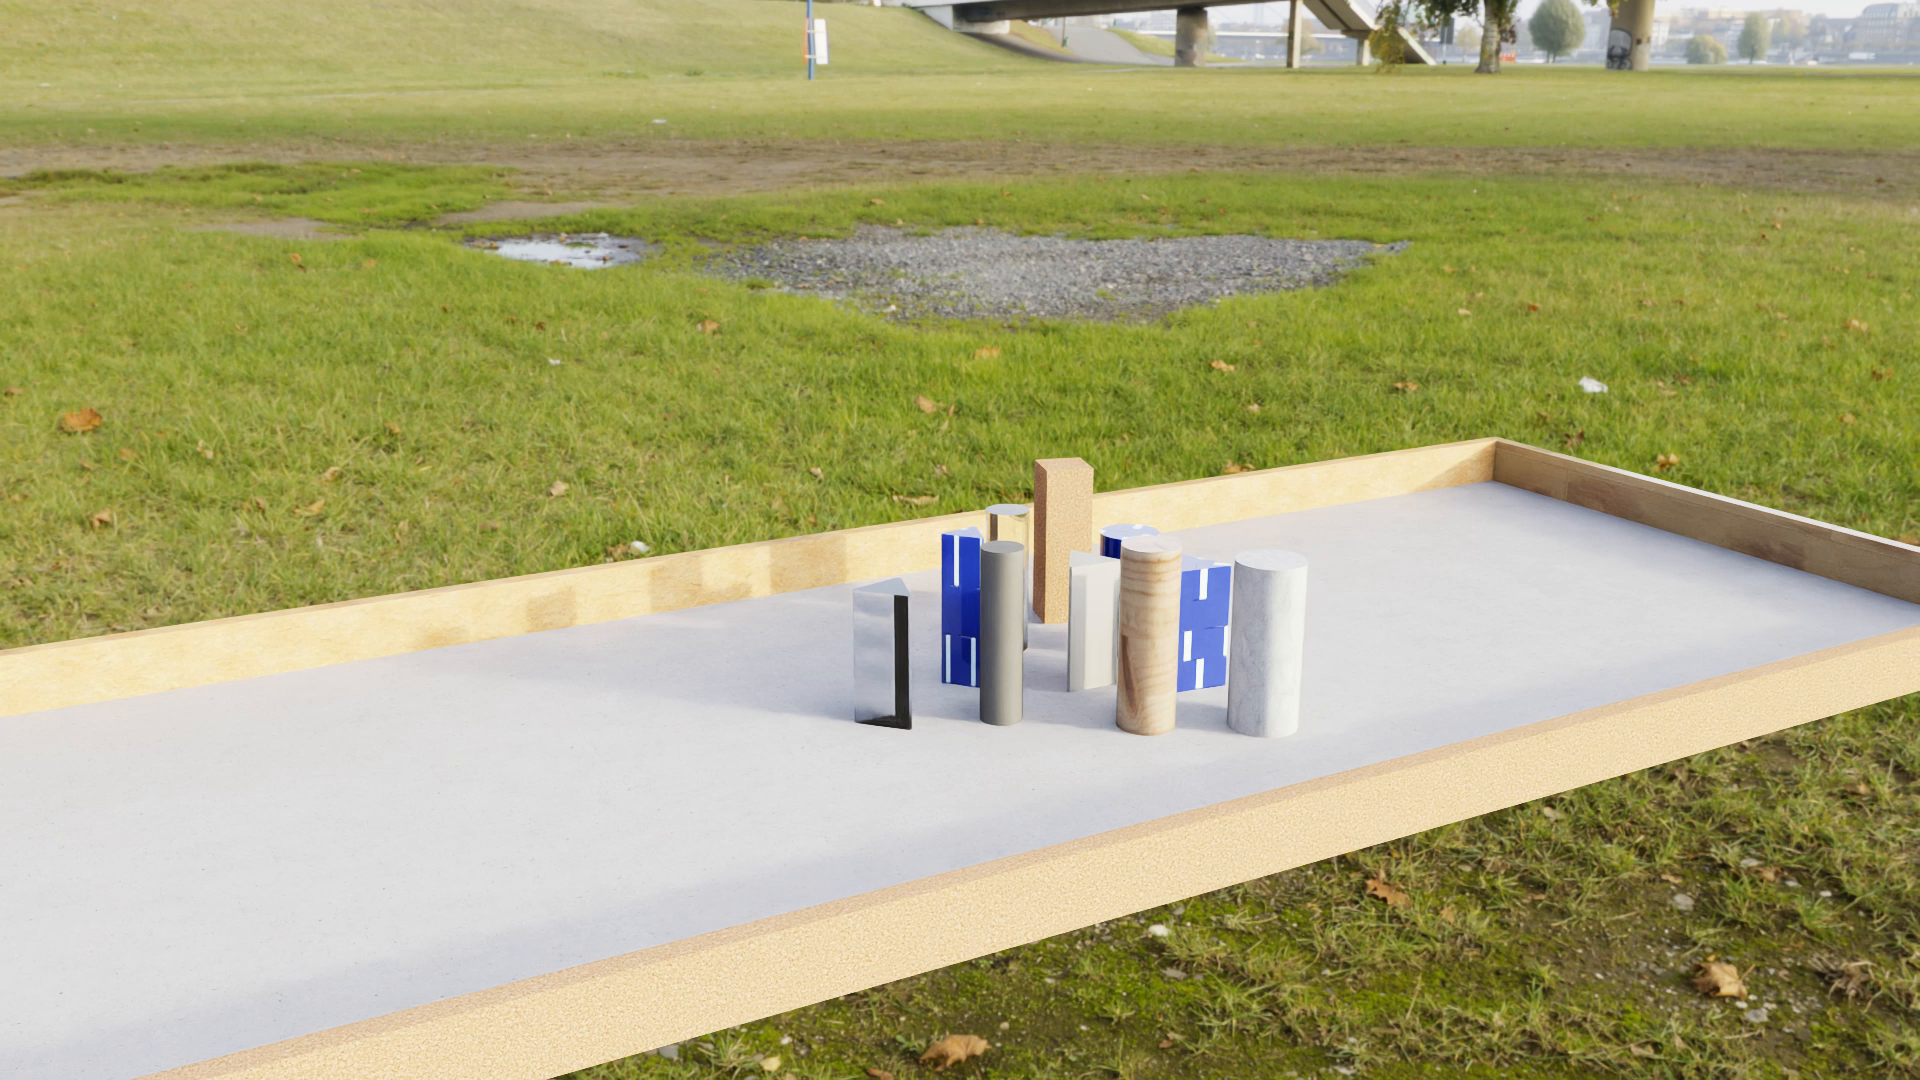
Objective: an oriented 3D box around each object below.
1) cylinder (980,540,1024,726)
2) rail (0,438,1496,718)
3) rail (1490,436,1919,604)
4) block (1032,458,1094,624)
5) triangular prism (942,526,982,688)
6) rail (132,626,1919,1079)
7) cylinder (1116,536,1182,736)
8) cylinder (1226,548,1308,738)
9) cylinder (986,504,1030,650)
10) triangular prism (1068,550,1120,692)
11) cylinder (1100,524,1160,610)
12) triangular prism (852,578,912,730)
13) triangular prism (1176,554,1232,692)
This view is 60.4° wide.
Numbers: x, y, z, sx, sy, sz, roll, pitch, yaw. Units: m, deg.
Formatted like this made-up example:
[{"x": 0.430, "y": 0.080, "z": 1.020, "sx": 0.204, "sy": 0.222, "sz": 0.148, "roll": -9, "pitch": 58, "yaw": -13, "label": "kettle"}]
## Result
[{"x": 0.098, "y": 0.219, "z": 3.859, "sx": 0.102, "sy": 0.424, "sz": 0.102, "roll": 0, "pitch": 16, "yaw": 0, "label": "cylinder"}, {"x": -3.305, "y": 0.497, "z": 3.399, "sx": 12.000, "sy": 0.150, "sz": 0.050, "roll": -9, "pitch": 18, "yaw": -27, "label": "rail"}, {"x": 2.466, "y": -0.048, "z": 5.253, "sx": 0.050, "sy": 0.150, "sz": 2.100, "roll": -9, "pitch": 18, "yaw": -27, "label": "rail"}, {"x": 0.284, "y": 0.002, "z": 4.573, "sx": 0.130, "sy": 0.437, "sz": 0.130, "roll": -4, "pitch": 17, "yaw": -12, "label": "block"}, {"x": 0.021, "y": 0.164, "z": 4.108, "sx": 0.109, "sy": 0.389, "sz": 0.094, "roll": 6, "pitch": 17, "yaw": 20, "label": "triangular prism"}, {"x": -2.336, "y": 1.006, "z": 1.665, "sx": 12.000, "sy": 0.150, "sz": 0.050, "roll": -9, "pitch": 18, "yaw": -27, "label": "rail"}, {"x": 0.437, "y": 0.221, "z": 3.818, "sx": 0.140, "sy": 0.442, "sz": 0.140, "roll": 0, "pitch": 16, "yaw": 0, "label": "cylinder"}, {"x": 0.711, "y": 0.239, "z": 3.824, "sx": 0.166, "sy": 0.405, "sz": 0.166, "roll": 0, "pitch": 16, "yaw": 0, "label": "cylinder"}, {"x": 0.124, "y": 0.102, "z": 4.337, "sx": 0.113, "sy": 0.378, "sz": 0.113, "roll": 0, "pitch": 16, "yaw": 0, "label": "cylinder"}, {"x": 0.304, "y": 0.197, "z": 4.111, "sx": 0.139, "sy": 0.324, "sz": 0.120, "roll": -7, "pitch": 18, "yaw": -24, "label": "triangular prism"}, {"x": 0.441, "y": 0.133, "z": 4.330, "sx": 0.155, "sy": 0.322, "sz": 0.155, "roll": 0, "pitch": 16, "yaw": 0, "label": "cylinder"}, {"x": -0.162, "y": 0.262, "z": 3.878, "sx": 0.141, "sy": 0.329, "sz": 0.122, "roll": 5, "pitch": 17, "yaw": 17, "label": "triangular prism"}, {"x": 0.574, "y": 0.202, "z": 4.112, "sx": 0.145, "sy": 0.313, "sz": 0.126, "roll": -6, "pitch": 17, "yaw": -20, "label": "triangular prism"}]
